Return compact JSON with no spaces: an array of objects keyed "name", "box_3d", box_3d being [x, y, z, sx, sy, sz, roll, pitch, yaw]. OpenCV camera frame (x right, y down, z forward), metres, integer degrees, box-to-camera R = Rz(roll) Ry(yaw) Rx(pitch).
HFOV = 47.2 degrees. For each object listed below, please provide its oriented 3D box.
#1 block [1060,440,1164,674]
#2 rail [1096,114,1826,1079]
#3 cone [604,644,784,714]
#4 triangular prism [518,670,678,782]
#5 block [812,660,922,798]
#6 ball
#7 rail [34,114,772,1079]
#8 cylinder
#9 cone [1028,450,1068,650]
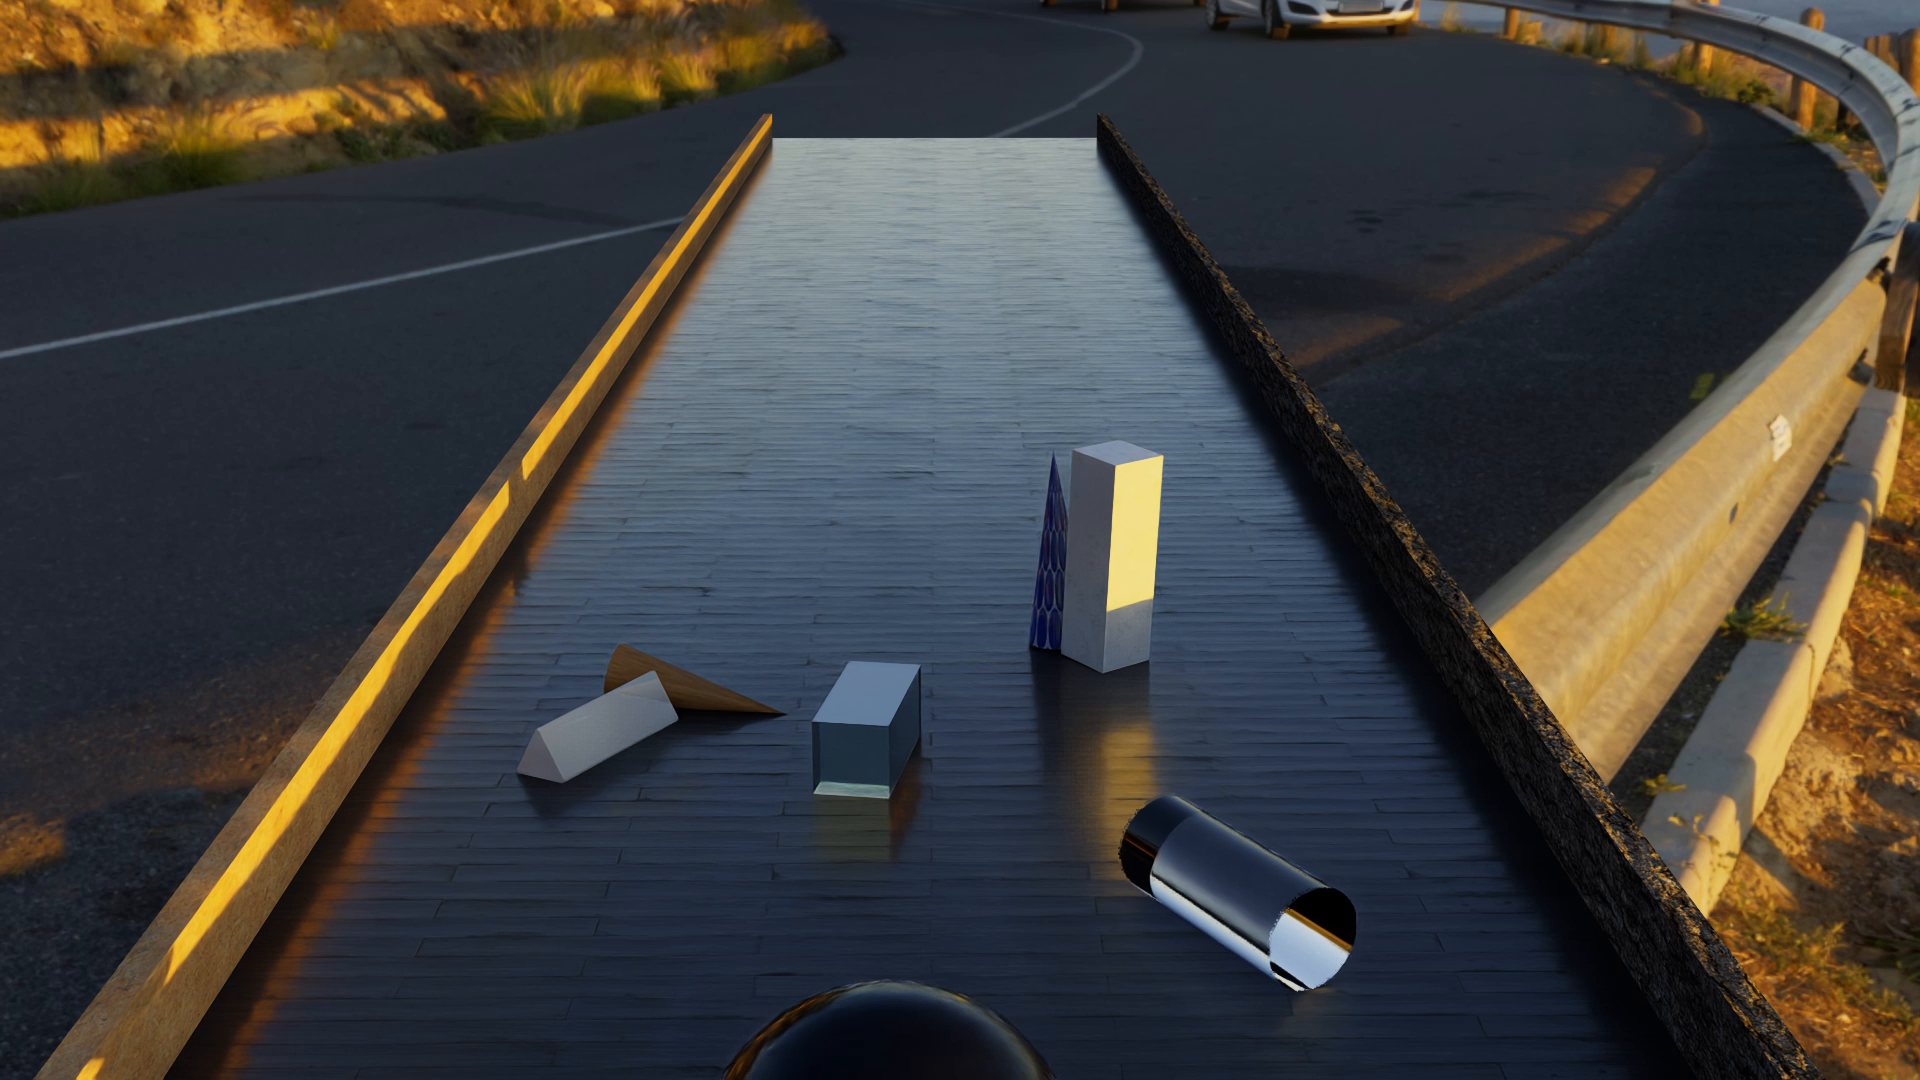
[{"name":"block","box_3d":[0.299,0.032,4.354,0.125,0.429,0.125,-13,24,-37]},{"name":"rail","box_3d":[0.932,-0.844,7.801,0.050,0.150,12.000,0,17,-1]},{"name":"cone","box_3d":[-0.489,0.290,4.148,0.342,0.118,0.118,13,18,8]},{"name":"triangular prism","box_3d":[-0.651,0.328,3.960,0.103,0.089,0.339,8,19,27]},{"name":"block","box_3d":[-0.161,0.331,3.882,0.132,0.132,0.308,3,17,9]},{"name":"ball","box_3d":[-0.068,0.608,2.086,0.376,0.376,0.376,0,17,0]},{"name":"rail","box_3d":[-1.118,-0.838,7.780,0.050,0.150,12.000,0,17,-1]},{"name":"cylinder","box_3d":[0.403,0.513,3.231,0.155,0.155,0.371,-9,19,-28]},{"name":"cone","box_3d":[0.197,0.011,4.471,0.133,0.402,0.133,-3,14,1]}]
